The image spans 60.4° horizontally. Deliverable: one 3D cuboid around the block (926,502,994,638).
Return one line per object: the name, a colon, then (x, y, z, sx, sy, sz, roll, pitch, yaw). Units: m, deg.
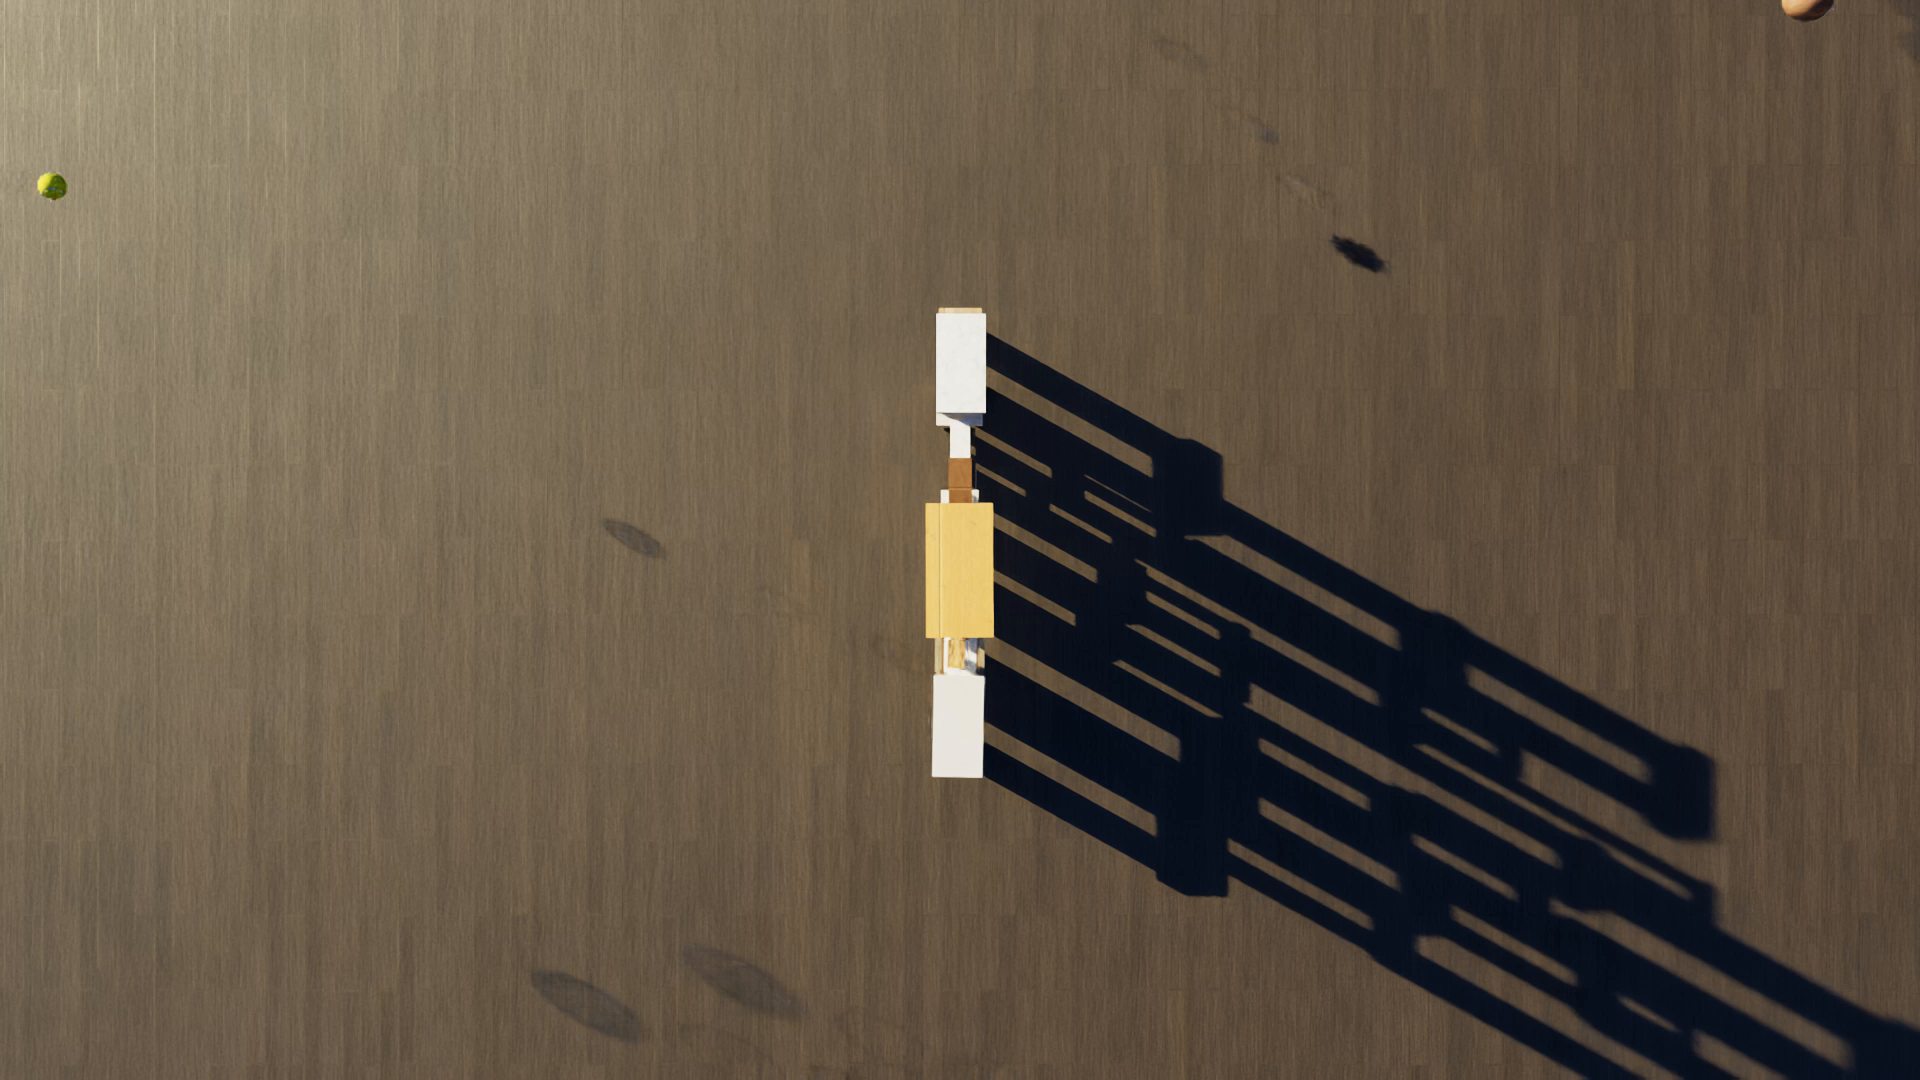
block: (-0.001, 0.079, 4.320, 0.175, 0.050, 0.350, 0, 90, 0)

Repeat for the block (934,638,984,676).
block: (-0.001, 0.295, 5.169, 0.154, 0.044, 0.309, 0, 90, 0)

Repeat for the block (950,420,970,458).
block: (0.001, -0.290, 4.803, 0.058, 0.016, 0.116, 0, 90, 0)

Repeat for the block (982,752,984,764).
block: (-0.004, 0.582, 4.675, 0.134, 0.524, 0.038, 0, 90, 0)

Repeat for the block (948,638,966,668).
block: (-0.009, 0.307, 4.571, 0.048, 0.014, 0.095, 2, 94, 2)

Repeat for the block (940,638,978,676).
block: (-0.001, 0.333, 4.909, 0.111, 0.031, 0.222, 1, 90, 0)

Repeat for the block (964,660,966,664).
block: (-0.010, 0.339, 4.628, 0.048, 0.095, 0.014, 1, 90, 2)

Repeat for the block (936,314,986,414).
block: (0.003, -0.490, 4.586, 0.137, 0.039, 0.274, 0, 90, 0)

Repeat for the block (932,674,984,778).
block: (-0.005, 0.495, 4.392, 0.134, 0.038, 0.267, 1, 91, 0)

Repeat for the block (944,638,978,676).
block: (0.001, 0.331, 4.691, 0.094, 0.027, 0.187, 1, 90, 1)

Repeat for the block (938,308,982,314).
block: (0.001, -0.596, 5.211, 0.135, 0.038, 0.270, 0, 90, 0)

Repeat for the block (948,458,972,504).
block: (0.000, -0.164, 4.560, 0.063, 0.018, 0.126, 0, 90, 0)

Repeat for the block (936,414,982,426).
block: (-0.001, -0.476, 4.899, 0.137, 0.039, 0.274, 0, 90, 0)

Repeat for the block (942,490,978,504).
block: (0.000, -0.036, 4.710, 0.107, 0.030, 0.213, 0, 90, 0)

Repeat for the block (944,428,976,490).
block: (-0.001, -0.241, 4.941, 0.094, 0.027, 0.187, 0, 90, 0)
